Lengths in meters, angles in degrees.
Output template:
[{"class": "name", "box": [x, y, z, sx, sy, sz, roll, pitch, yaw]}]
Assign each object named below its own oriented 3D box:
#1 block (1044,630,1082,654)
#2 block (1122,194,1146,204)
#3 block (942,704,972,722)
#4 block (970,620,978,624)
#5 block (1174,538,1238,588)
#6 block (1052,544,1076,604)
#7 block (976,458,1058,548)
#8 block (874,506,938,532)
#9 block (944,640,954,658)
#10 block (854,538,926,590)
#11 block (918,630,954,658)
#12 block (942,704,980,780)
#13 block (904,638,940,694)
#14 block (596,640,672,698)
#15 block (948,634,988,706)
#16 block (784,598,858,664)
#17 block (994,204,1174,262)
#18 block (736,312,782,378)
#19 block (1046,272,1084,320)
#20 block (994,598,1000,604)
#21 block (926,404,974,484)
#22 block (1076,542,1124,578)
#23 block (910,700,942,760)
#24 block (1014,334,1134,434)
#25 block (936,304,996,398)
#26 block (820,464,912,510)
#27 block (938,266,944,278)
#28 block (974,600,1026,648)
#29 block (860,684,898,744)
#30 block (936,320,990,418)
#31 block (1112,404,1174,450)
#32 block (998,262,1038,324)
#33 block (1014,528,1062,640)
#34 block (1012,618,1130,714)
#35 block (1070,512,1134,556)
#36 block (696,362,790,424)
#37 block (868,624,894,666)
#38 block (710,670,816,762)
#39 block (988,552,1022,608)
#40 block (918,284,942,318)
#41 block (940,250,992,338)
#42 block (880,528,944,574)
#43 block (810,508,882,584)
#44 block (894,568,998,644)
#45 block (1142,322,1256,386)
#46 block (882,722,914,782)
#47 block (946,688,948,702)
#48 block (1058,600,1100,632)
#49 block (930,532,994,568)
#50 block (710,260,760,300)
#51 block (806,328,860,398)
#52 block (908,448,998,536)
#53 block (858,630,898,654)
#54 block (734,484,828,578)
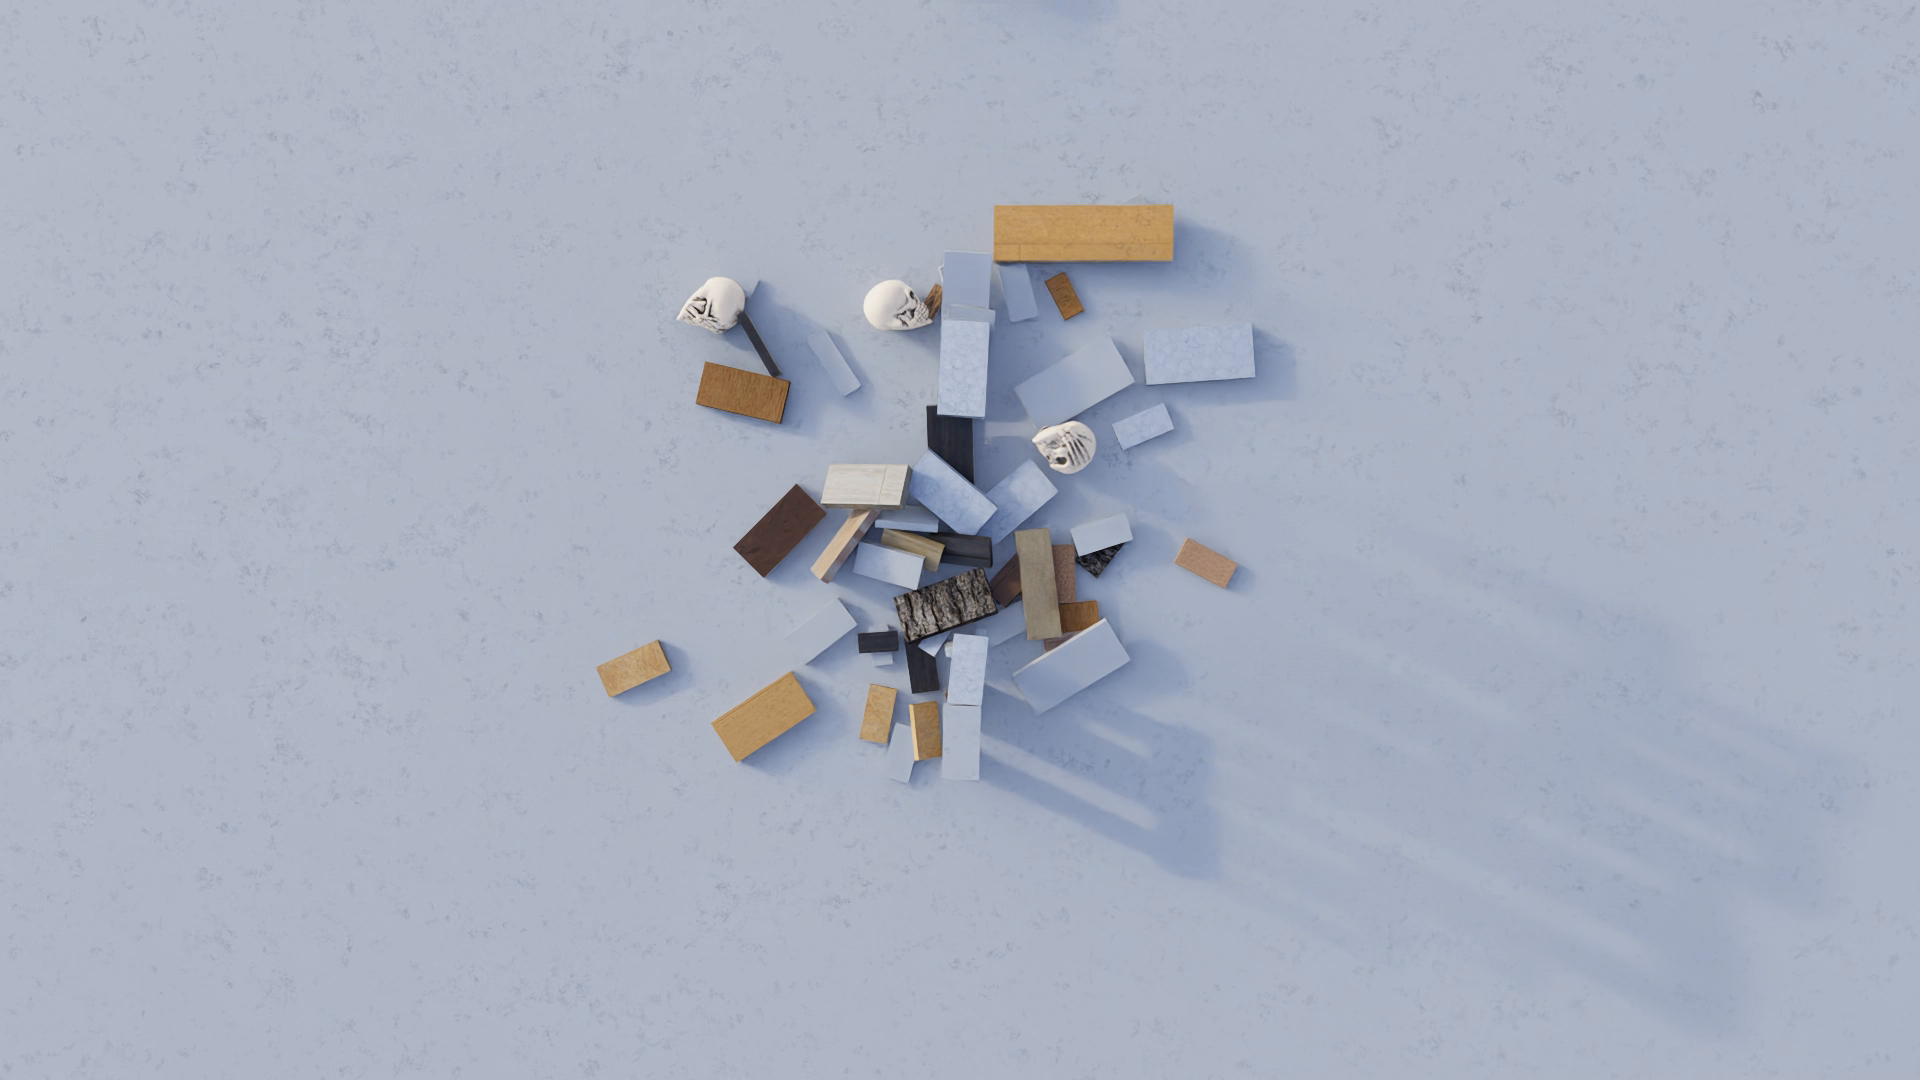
[{"class": "block", "box": [0.374, 0.351, 5.487, 0.186, 0.026, 0.093, -7, 90, 0]}, {"class": "block", "box": [0.540, -1.068, 5.487, 0.186, 0.026, 0.093, -25, 90, 0]}, {"class": "block", "box": [0.003, 0.563, 5.383, 0.117, 0.234, 0.033, 0, 90, 0]}, {"class": "block", "box": [0.027, 0.230, 5.478, 0.047, 0.013, 0.094, -17, 76, 1]}, {"class": "block", "box": [0.818, 0.077, 5.487, 0.188, 0.027, 0.094, 28, 90, 0]}, {"class": "block", "box": [0.335, 0.113, 5.486, 0.097, 0.027, 0.194, -2, 90, 0]}, {"class": "block", "box": [0.165, -0.121, 5.479, 0.298, 0.042, 0.149, -40, 90, 0]}, {"class": "block", "box": [-0.173, -0.074, 5.449, 0.206, 0.103, 0.029, 5, 125, 0]}, {"class": "block", "box": [0.007, 0.348, 5.389, 0.110, 0.220, 0.031, -11, 91, 0]}, {"class": "block", "box": [-0.234, 0.081, 5.452, 0.222, 0.031, 0.111, 16, 109, 8]}, {"class": "block", "box": [-0.073, 0.315, 5.458, 0.066, 0.019, 0.135, 31, 81, 17]}, {"class": "block", "box": [0.005, 0.644, 5.249, 0.117, 0.033, 0.234, 1, 90, 0]}, {"class": "block", "box": [-0.126, 0.412, 5.487, 0.093, 0.026, 0.186, -8, 90, 0]}, {"class": "block", "box": [-1.084, 0.427, 5.484, 0.223, 0.032, 0.112, -24, 90, 0]}, {"class": "block", "box": [0.025, 0.413, 5.264, 0.110, 0.031, 0.221, 6, 90, 0]}, {"class": "block", "box": [-0.461, 0.303, 5.484, 0.222, 0.031, 0.111, -37, 90, 0]}, {"class": "block", "box": [0.407, -1.013, 5.452, 0.589, 0.051, 0.180, 1, 92, 4]}, {"class": "block", "box": [-0.662, -0.644, 5.444, 0.032, 0.112, 0.223, -30, 90, 0]}, {"class": "block", "box": [0.348, -0.812, 5.490, 0.072, 0.021, 0.145, -28, 90, 0]}, {"class": "block", "box": [0.153, 0.170, 5.493, 0.094, 0.013, 0.047, -36, 90, 0]}, {"class": "block", "box": [-0.030, -0.296, 5.429, 0.149, 0.042, 0.298, -1, 101, 4]}, {"class": "block", "box": [0.477, 0.024, 5.487, 0.094, 0.027, 0.188, 38, 90, 0]}, {"class": "block", "box": [-0.113, 0.631, 5.465, 0.092, 0.026, 0.184, -6, 90, -31]}, {"class": "block", "box": [0.378, -0.514, 5.475, 0.359, 0.051, 0.180, -29, 90, 0]}, {"class": "block", "box": [0.019, -0.612, 5.439, 0.154, 0.044, 0.309, 7, 103, -3]}, {"class": "block", "box": [-0.306, -0.175, 5.400, 0.287, 0.041, 0.144, 2, 68, 24]}, {"class": "block", "box": [-0.032, -0.861, 5.467, 0.054, 0.015, 0.107, -22, 112, -14]}, {"class": "block", "box": [0.150, 0.280, 5.486, 0.194, 0.027, 0.097, -25, 90, 0]}, {"class": "block", "box": [-0.271, 0.578, 5.487, 0.092, 0.026, 0.184, 11, 90, 0]}, {"class": "block", "box": [0.011, -0.554, 5.359, 0.154, 0.044, 0.309, 3, 86, -2]}, {"class": "block", "box": [0.608, -0.377, 5.487, 0.186, 0.026, 0.093, -22, 90, 0]}, {"class": "block", "box": [0.194, -0.823, 5.487, 0.093, 0.026, 0.186, -13, 90, 0]}, {"class": "block", "box": [0.258, 0.145, 5.439, 0.111, 0.031, 0.362, -7, 94, -7]}, {"class": "block", "box": [0.368, 0.419, 5.454, 0.358, 0.044, 0.157, -31, 98, 4]}, {"class": "block", "box": [0.469, -0.019, 5.460, 0.188, 0.027, 0.094, -18, 90, 0]}, {"class": "block", "box": [-0.720, -0.489, 5.480, 0.287, 0.041, 0.144, 13, 90, 0]}, {"class": "block", "box": [-0.264, 0.351, 5.491, 0.066, 0.019, 0.132, -8, 90, 0]}, {"class": "block", "box": [-0.651, 0.586, 5.478, 0.314, 0.044, 0.157, -33, 90, 0]}, {"class": "block", "box": [0.181, 0.122, 5.473, 0.097, 0.027, 0.194, 42, 87, 11]}, {"class": "block", "box": [-0.086, -0.795, 5.492, 0.054, 0.015, 0.107, 31, 90, 0]}, {"class": "block", "box": [0.018, -0.793, 5.439, 0.154, 0.044, 0.309, 3, 104, -2]}, {"class": "block", "box": [-0.161, 0.029, 5.450, 0.206, 0.029, 0.103, 20, 126, 5]}, {"class": "block", "box": [-0.369, -0.010, 5.443, 0.032, 0.112, 0.328, 36, 90, -28]}, {"class": "block", "box": [-0.048, 0.217, 5.446, 0.314, 0.044, 0.157, -19, 73, 4]}, {"class": "block", "box": [0.791, -0.615, 5.475, 0.359, 0.051, 0.180, -4, 90, 0]}, {"class": "block", "box": [-0.192, 0.706, 5.487, 0.092, 0.026, 0.184, 15, 90, 0]}, {"class": "block", "box": [0.009, 0.495, 5.390, 0.110, 0.221, 0.031, -13, 90, 0]}, {"class": "block", "box": [0.359, 0.258, 5.487, 0.202, 0.026, 0.093, -6, 90, 0]}, {"class": "block", "box": [0.004, 0.032, 5.430, 0.206, 0.029, 0.103, 7, 123, 18]}, {"class": "block", "box": [-0.747, -0.865, 5.490, 0.145, 0.021, 0.072, 27, 90, 0]}, {"class": "block", "box": [-0.421, -0.589, 5.490, 0.072, 0.021, 0.227, -33, 90, 0]}, {"class": "block", "box": [-0.036, -0.148, 5.417, 0.298, 0.042, 0.149, 40, 101, -5]}, {"class": "block", "box": [-0.271, 0.339, 5.472, 0.132, 0.019, 0.066, -4, 90, 0]}, {"class": "block", "box": [-0.596, -0.031, 5.480, 0.144, 0.041, 0.299, 45, 90, 0]}]
